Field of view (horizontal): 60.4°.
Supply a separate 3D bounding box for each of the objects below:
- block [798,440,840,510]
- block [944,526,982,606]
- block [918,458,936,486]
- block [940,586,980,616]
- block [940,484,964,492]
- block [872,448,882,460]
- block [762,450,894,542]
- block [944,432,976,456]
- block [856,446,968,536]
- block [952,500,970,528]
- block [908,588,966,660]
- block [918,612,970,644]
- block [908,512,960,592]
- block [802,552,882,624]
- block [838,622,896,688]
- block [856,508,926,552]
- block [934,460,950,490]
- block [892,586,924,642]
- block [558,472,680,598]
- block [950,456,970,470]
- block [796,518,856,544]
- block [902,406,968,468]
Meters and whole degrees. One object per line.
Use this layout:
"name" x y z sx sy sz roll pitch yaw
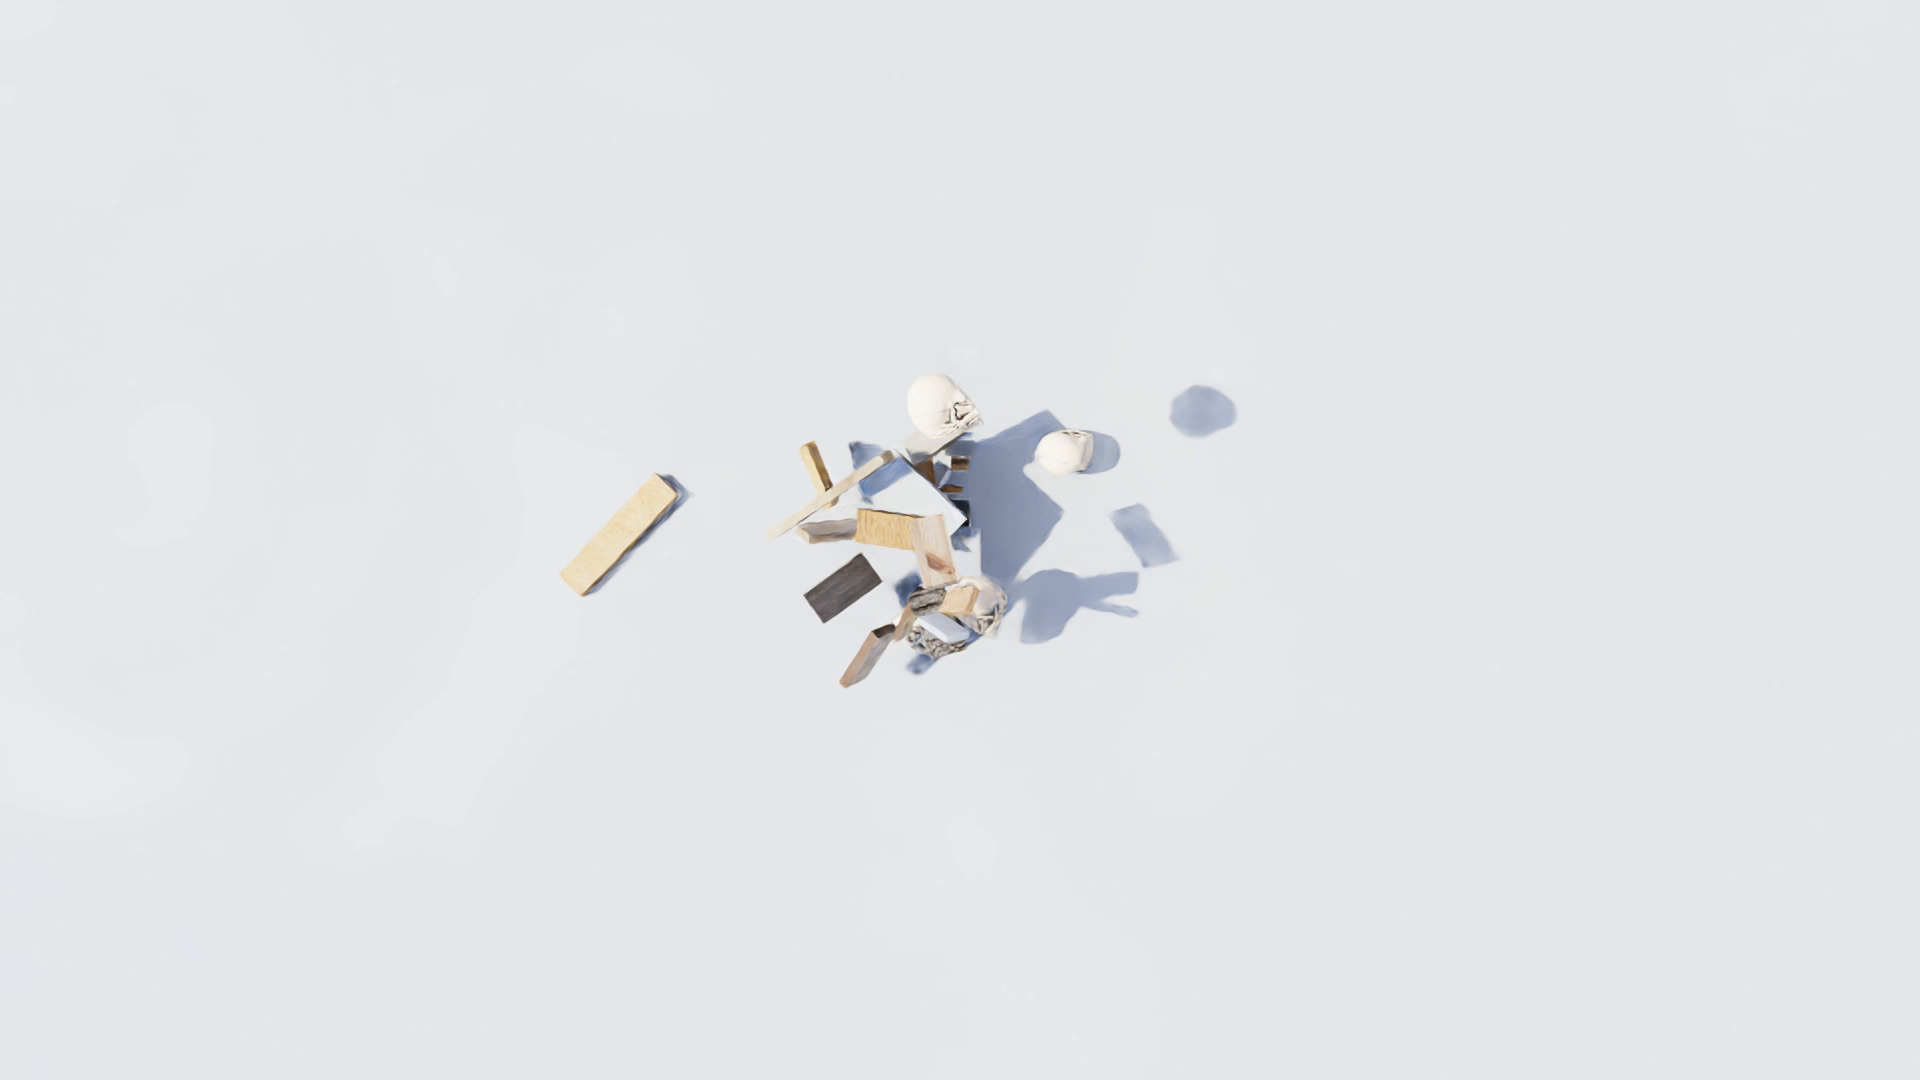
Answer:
"block" -0.454 -0.209 5.322 0.030 0.107 0.214 -20 100 12
"block" -0.013 0.086 5.361 0.162 0.324 0.046 3 46 5
"block" -0.119 -0.231 5.296 0.028 0.197 0.099 -28 55 -17
"block" -0.002 0.185 4.956 0.022 0.158 0.079 30 70 -25
"block" -0.049 -0.171 5.434 0.060 0.120 0.017 18 102 39
"block" -0.240 -0.256 5.493 0.101 0.014 0.050 32 90 0
"block" -0.406 -0.134 5.094 0.466 0.107 0.030 -33 92 19
"block" 0.000 -0.309 5.333 0.099 0.334 0.028 0 85 0
"block" -0.148 -0.121 5.165 0.324 0.046 0.162 43 101 1
"block" -0.049 -0.039 5.338 0.162 0.324 0.046 7 64 4
"block" -0.069 0.255 5.107 0.114 0.032 0.229 -17 118 7
"block" -0.049 0.260 4.906 0.079 0.158 0.022 -10 115 -33
"block" -0.073 0.034 4.738 0.107 0.030 0.213 -14 67 -1
"block" -0.371 0.152 5.206 0.229 0.032 0.114 -36 102 -5
"block" -0.291 0.367 5.243 0.032 0.114 0.229 43 120 17
"block" -0.218 -0.032 5.148 0.213 0.030 0.107 9 105 16
"block" -0.081 -0.196 5.375 0.060 0.017 0.120 42 108 36
"block" -0.155 0.232 5.156 0.022 0.079 0.175 31 117 15
"block" -1.132 -0.017 5.472 0.107 0.030 0.469 44 92 5
"block" -0.001 -0.252 5.440 0.060 0.120 0.017 2 105 0
"block" -0.419 -0.030 5.397 0.214 0.107 0.030 -7 114 -31
"block" -0.082 -0.323 5.166 0.197 0.028 0.099 -34 68 18
